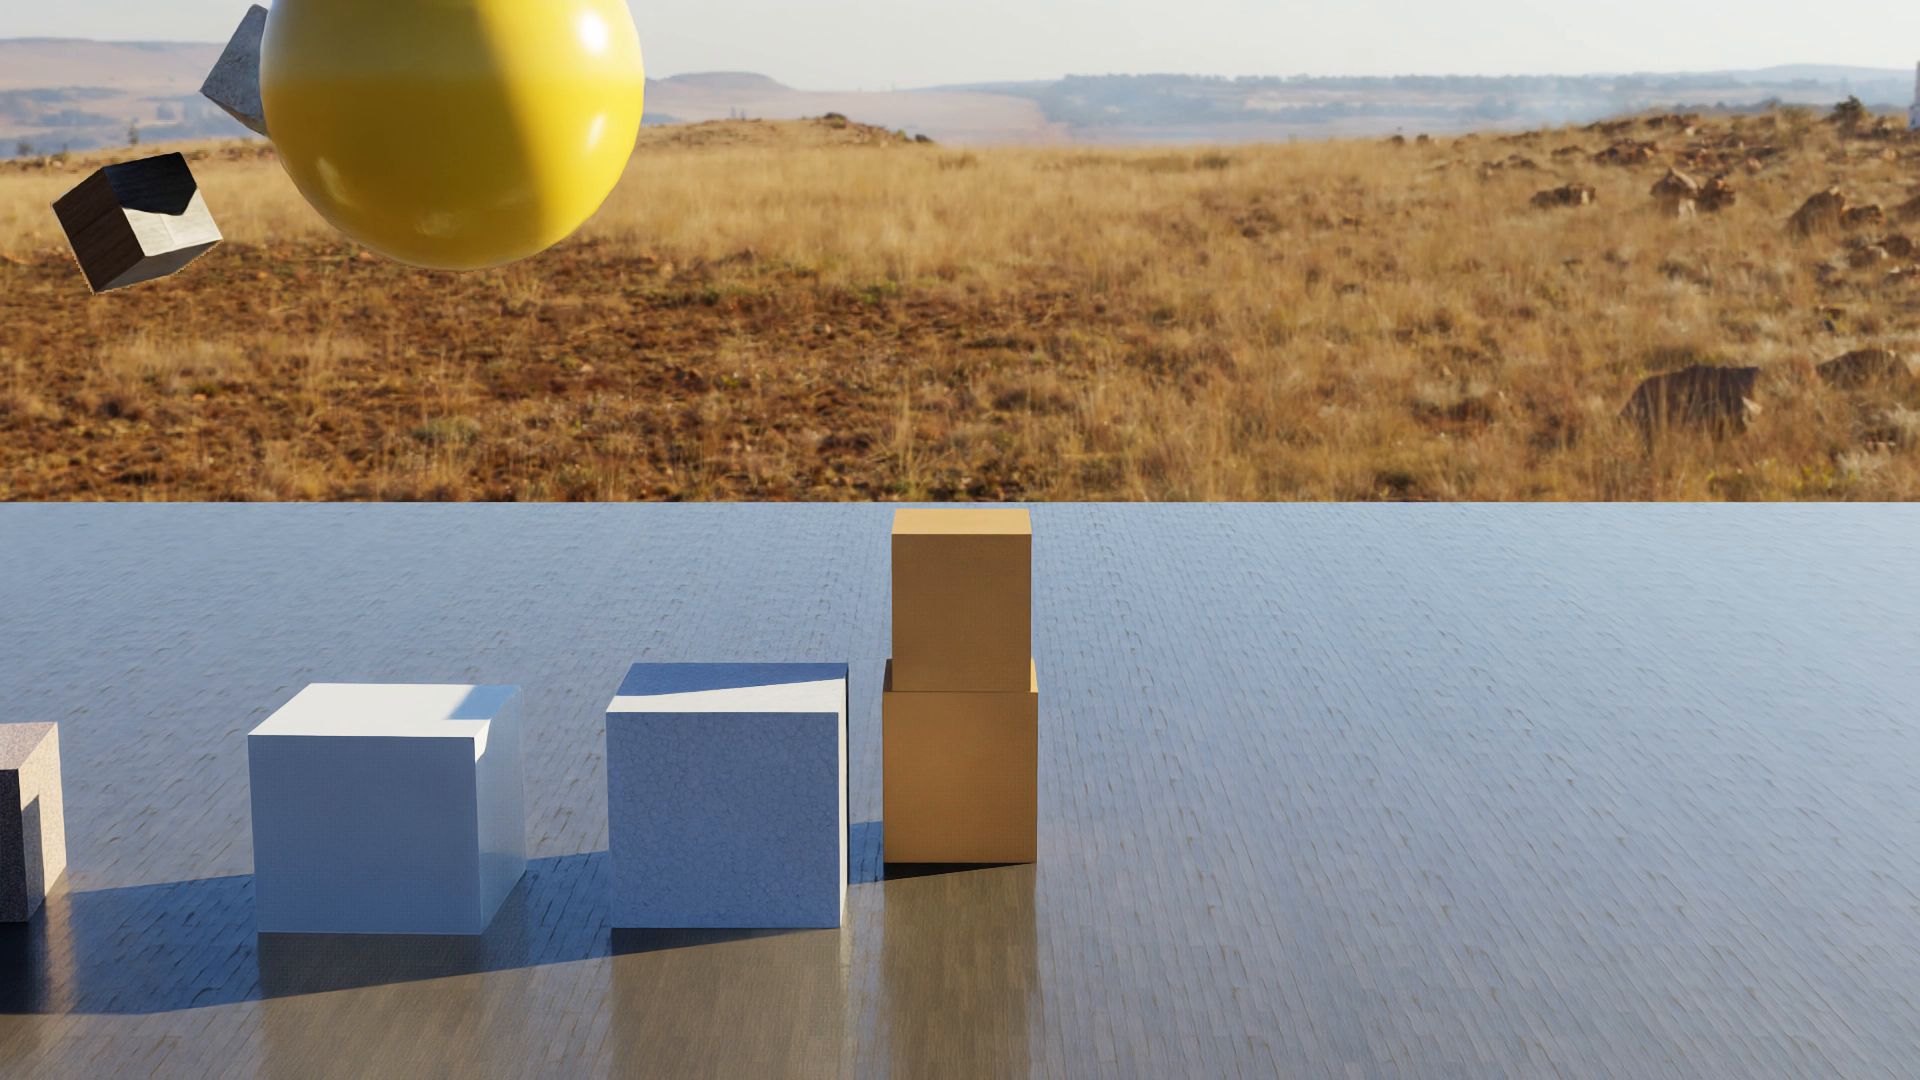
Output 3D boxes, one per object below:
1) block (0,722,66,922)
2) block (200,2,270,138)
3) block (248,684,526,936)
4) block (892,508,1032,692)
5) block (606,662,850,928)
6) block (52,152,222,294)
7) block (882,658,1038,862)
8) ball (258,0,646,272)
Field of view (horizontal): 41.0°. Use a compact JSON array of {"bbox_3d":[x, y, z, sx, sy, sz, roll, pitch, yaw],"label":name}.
[{"bbox_3d":[-4.338,1.214,11.043,0.755,0.660,0.794,-1,10,-8],"label":"block"},{"bbox_3d":[-3.111,-2.108,11.905,0.499,0.478,0.422,27,-6,22],"label":"block"},{"bbox_3d":[-2.425,1.133,10.978,0.935,0.843,0.896,0,10,2],"label":"block"},{"bbox_3d":[0.009,0.265,11.697,0.617,0.714,0.666,0,10,0],"label":"block"},{"bbox_3d":[-0.974,1.080,11.041,0.955,0.924,0.893,0,10,0],"label":"block"},{"bbox_3d":[-3.798,-1.469,11.850,0.416,0.446,0.465,-24,2,35],"label":"block"},{"bbox_3d":[0.001,1.006,11.824,0.694,0.790,0.669,0,10,0],"label":"block"},{"bbox_3d":[-2.134,-1.939,10.828,1.600,1.600,1.600,0,10,0],"label":"ball"}]
